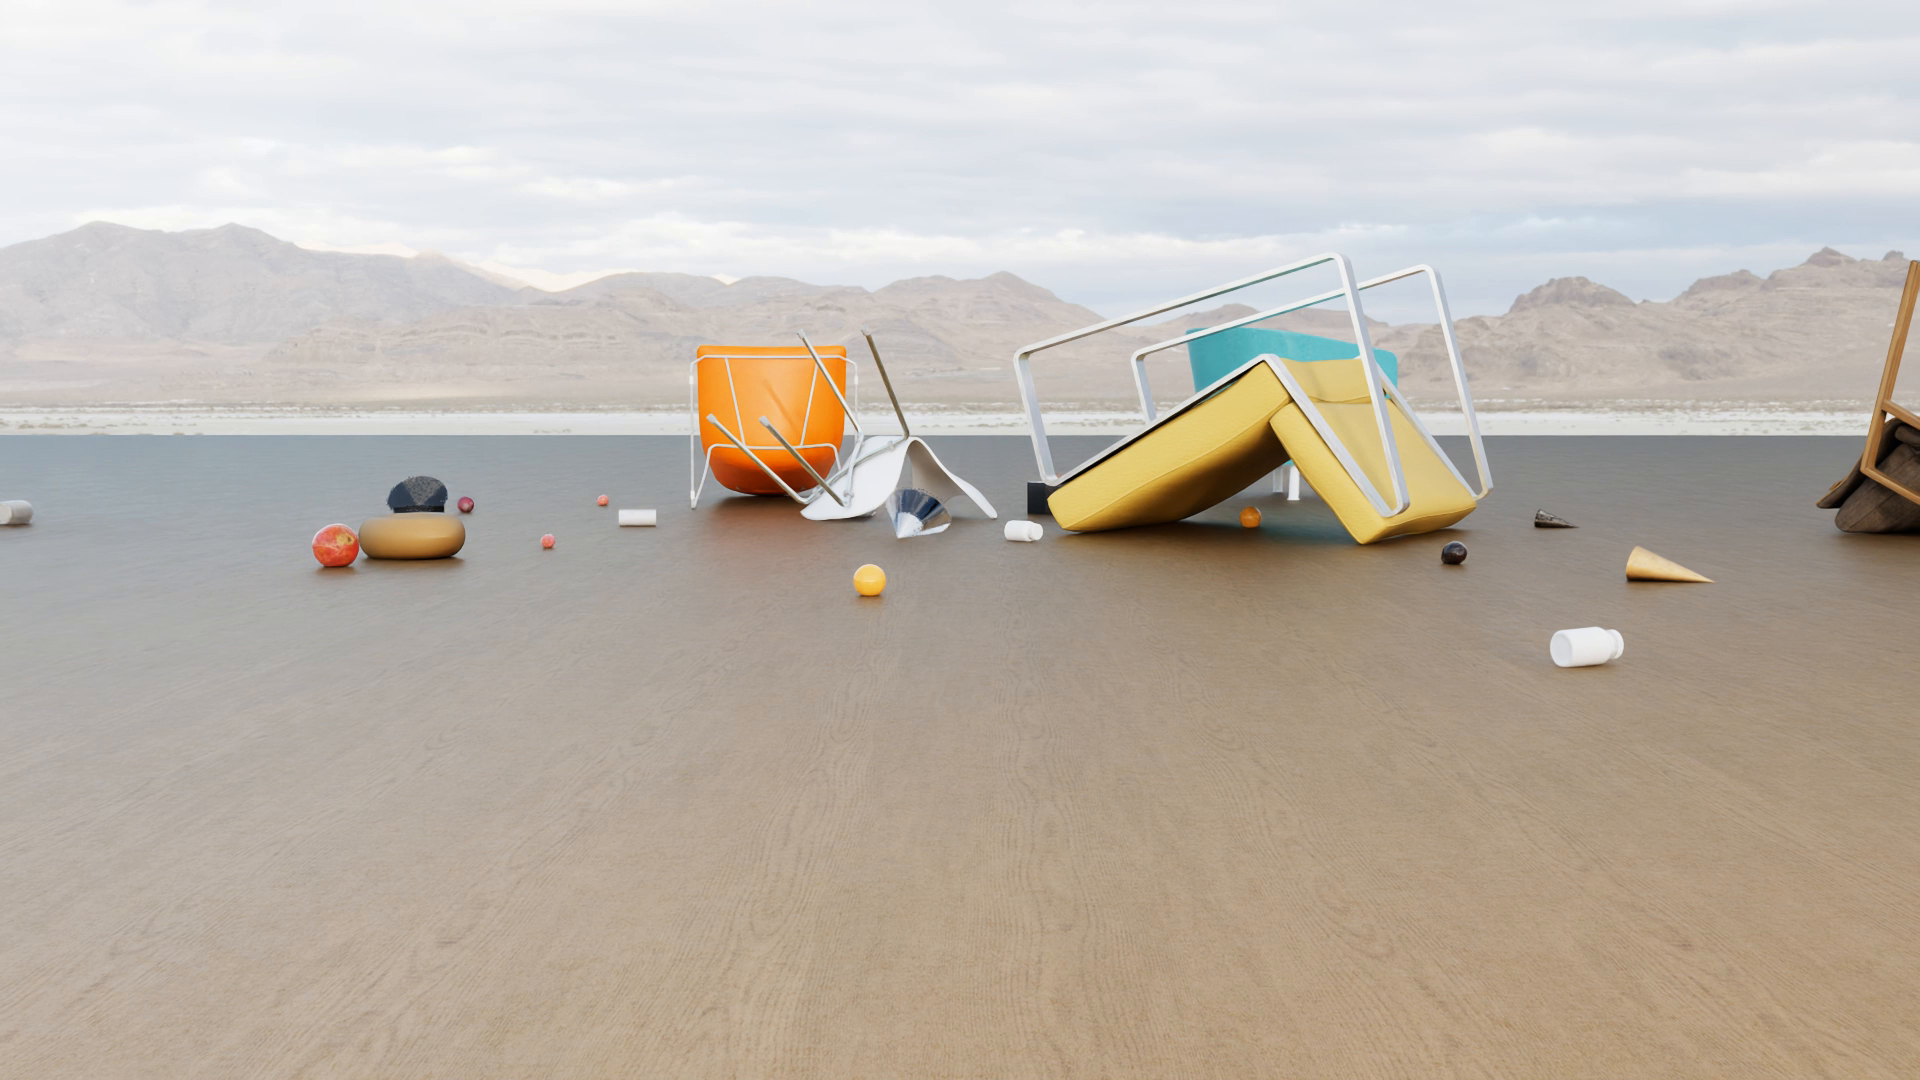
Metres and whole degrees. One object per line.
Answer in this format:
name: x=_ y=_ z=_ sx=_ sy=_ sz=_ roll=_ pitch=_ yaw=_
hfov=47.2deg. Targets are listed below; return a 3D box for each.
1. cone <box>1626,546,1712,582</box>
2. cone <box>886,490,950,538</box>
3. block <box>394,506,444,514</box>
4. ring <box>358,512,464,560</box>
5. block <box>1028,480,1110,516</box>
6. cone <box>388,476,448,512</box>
cone: x=1.671 y=0.076 z=5.145 sx=0.191 sy=0.082 sz=0.188 roll=15 pitch=9 yaw=24
cone: x=-0.159 y=-0.047 z=6.718 sx=0.212 sy=0.135 sz=0.214 roll=21 pitch=27 yaw=7
block: x=-1.828 y=-0.087 z=7.435 sx=0.106 sy=0.052 sz=0.137 roll=2 pitch=4 yaw=23
ring: x=-1.466 y=-0.011 z=5.884 sx=0.264 sy=0.115 sz=0.320 roll=-5 pitch=5 yaw=-44
block: x=0.393 y=-0.151 z=7.918 sx=0.237 sy=0.114 sz=0.185 roll=3 pitch=5 yaw=40
cone: x=-1.892 y=-0.113 z=7.666 sx=0.211 sy=0.172 sz=0.120 roll=-29 pitch=-22 yaw=-30
